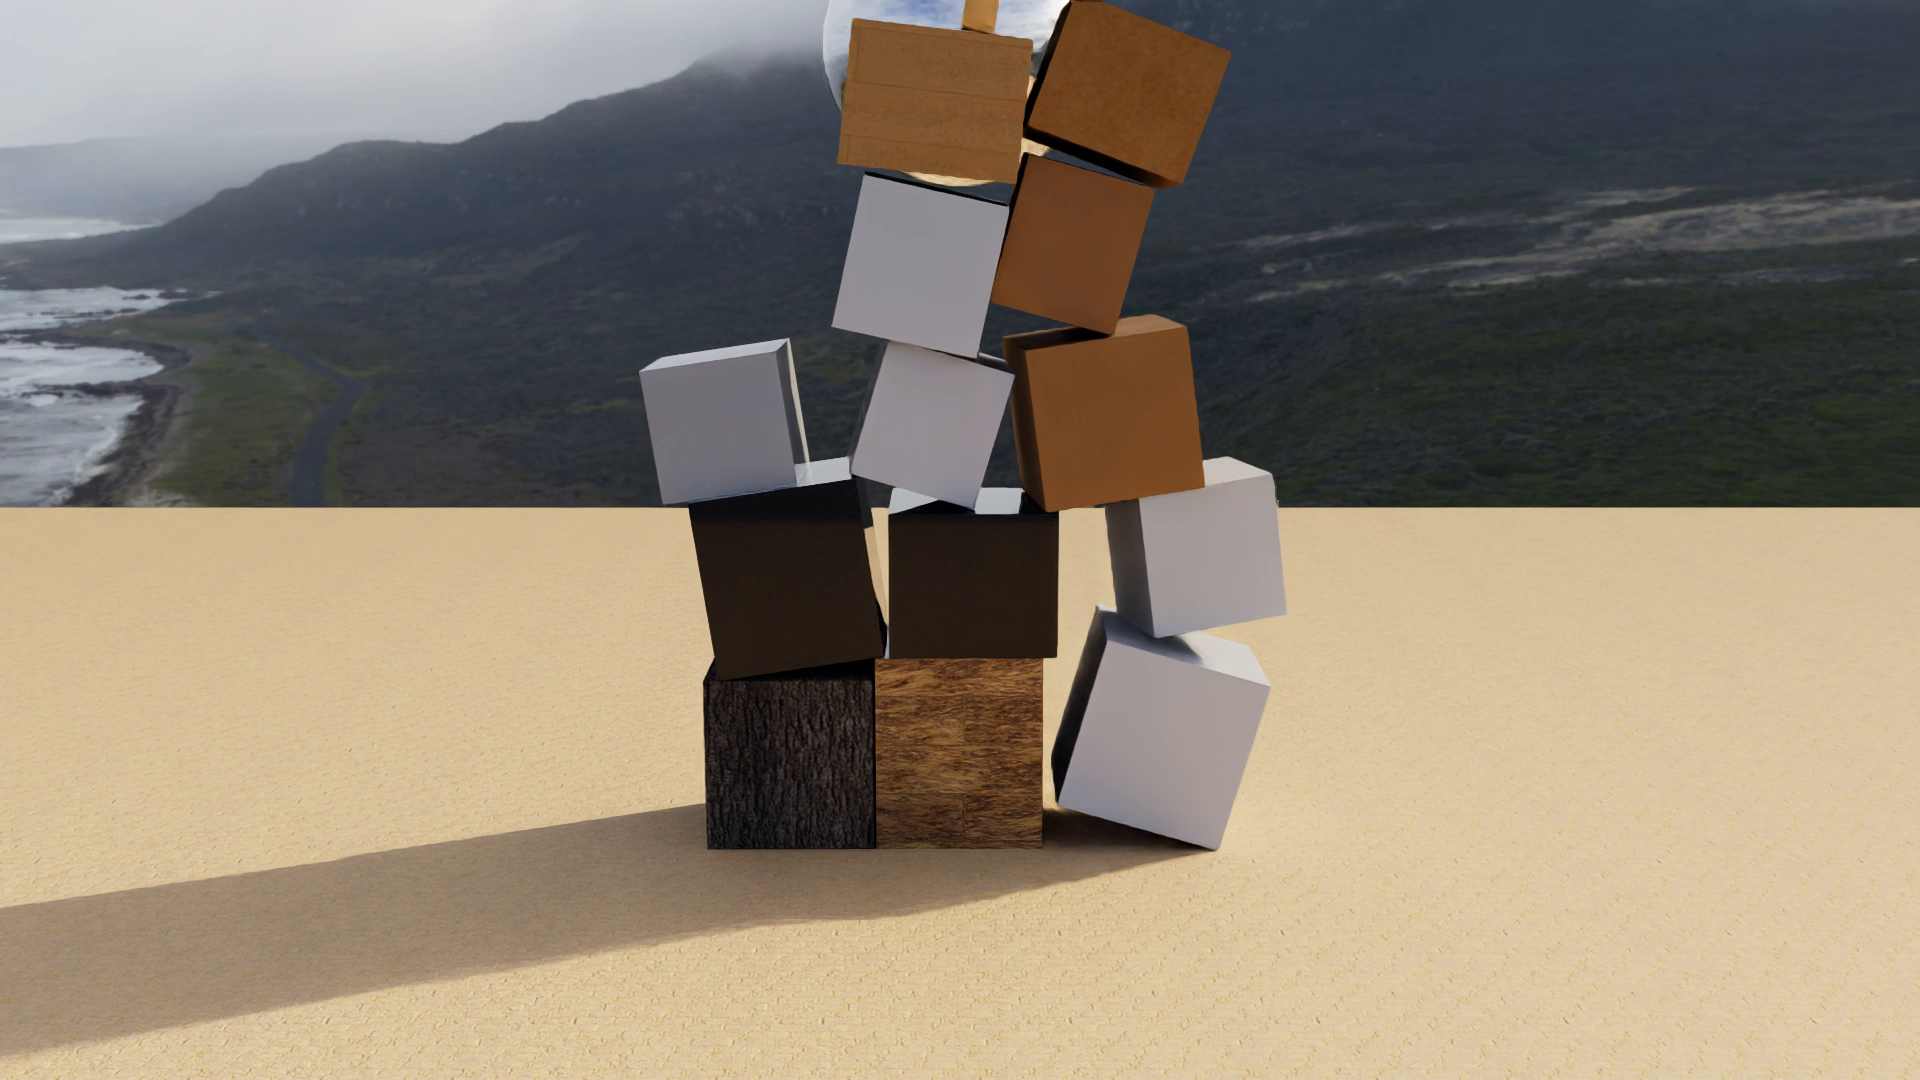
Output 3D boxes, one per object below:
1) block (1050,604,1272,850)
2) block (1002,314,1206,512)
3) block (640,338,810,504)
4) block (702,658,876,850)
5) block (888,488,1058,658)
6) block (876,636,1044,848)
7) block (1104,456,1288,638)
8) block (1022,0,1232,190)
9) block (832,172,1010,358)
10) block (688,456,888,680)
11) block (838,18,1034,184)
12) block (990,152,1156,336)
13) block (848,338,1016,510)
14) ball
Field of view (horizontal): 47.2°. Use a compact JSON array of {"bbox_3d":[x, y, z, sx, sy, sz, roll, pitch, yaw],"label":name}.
[{"bbox_3d":[1.011,0.945,11.348,0.844,0.880,0.883,16,10,-3],"label":"block"},{"bbox_3d":[0.712,-0.653,11.062,0.801,0.800,0.776,-9,11,-6],"label":"block"},{"bbox_3d":[-1.171,-0.607,11.078,0.673,0.664,0.686,-8,10,3],"label":"block"},{"bbox_3d":[-0.851,1.049,11.365,0.838,0.865,0.846,0,10,0],"label":"block"},{"bbox_3d":[0.065,0.155,11.209,0.835,0.723,0.826,0,10,0],"label":"block"},{"bbox_3d":[-0.004,0.995,11.350,0.832,0.981,0.814,0,10,0],"label":"block"},{"bbox_3d":[1.192,0.025,11.270,0.702,0.724,0.676,-10,11,-11],"label":"block"},{"bbox_3d":[0.782,-2.179,10.758,0.791,0.657,0.765,20,6,-5],"label":"block"},{"bbox_3d":[-0.202,-1.379,10.912,0.713,0.738,0.802,12,10,-4],"label":"block"},{"bbox_3d":[-0.854,0.125,11.210,0.831,0.900,0.830,-8,10,1],"label":"block"},{"bbox_3d":[-0.131,-2.136,10.776,0.855,0.677,0.824,6,9,-3],"label":"block"},{"bbox_3d":[0.532,-1.477,10.887,0.627,0.728,0.669,15,11,-4],"label":"block"},{"bbox_3d":[-0.157,-0.630,11.089,0.642,0.697,0.633,16,10,-7],"label":"block"},{"bbox_3d":[0.000,-2.852,12.770,1.600,1.600,1.600,0,10,0],"label":"ball"}]
